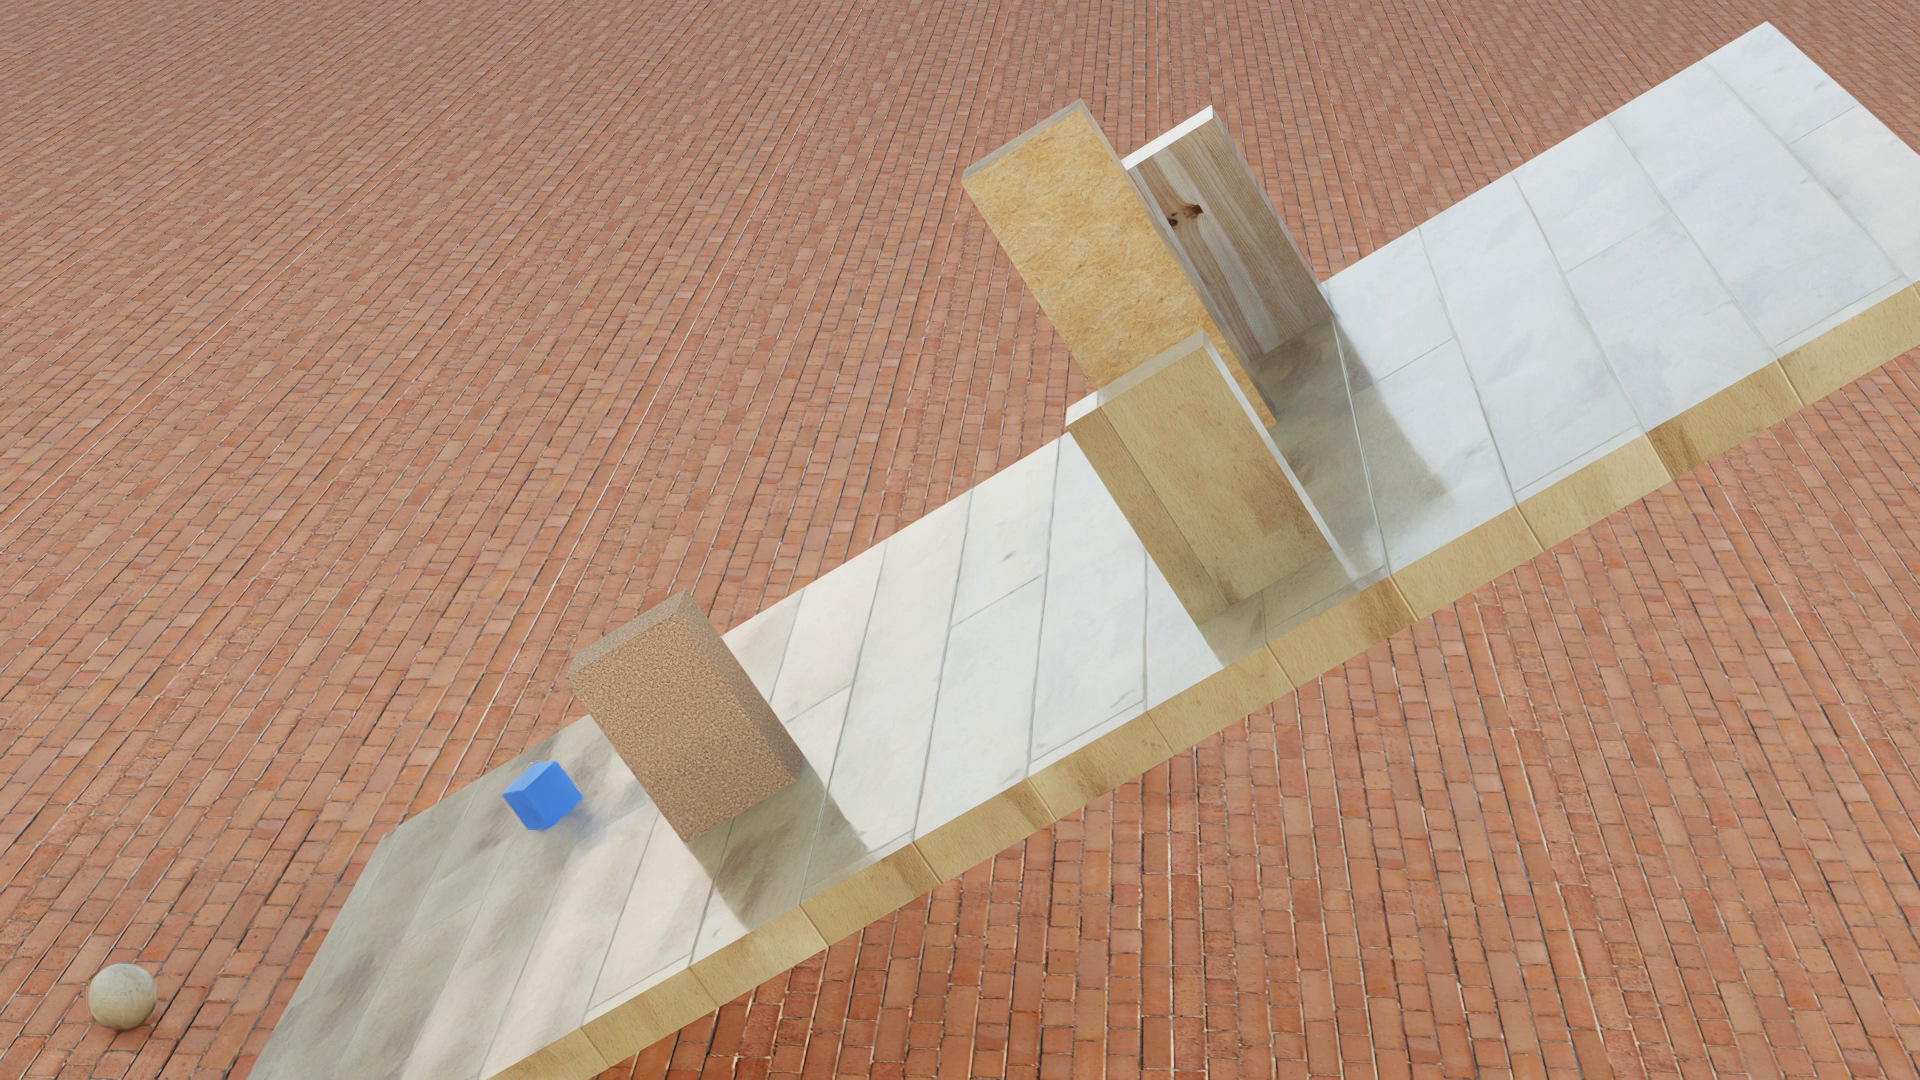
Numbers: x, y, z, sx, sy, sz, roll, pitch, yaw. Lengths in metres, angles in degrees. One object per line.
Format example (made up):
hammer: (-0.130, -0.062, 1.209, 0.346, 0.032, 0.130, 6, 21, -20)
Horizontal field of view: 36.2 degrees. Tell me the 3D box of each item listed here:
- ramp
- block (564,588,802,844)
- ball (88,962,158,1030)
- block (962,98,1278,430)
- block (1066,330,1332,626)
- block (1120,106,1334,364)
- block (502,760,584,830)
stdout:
ramp: (0.140, 0.170, 6.293, 4.000, 0.100, 2.000, -30, 15, 13)
block: (-0.571, 0.368, 6.119, 0.281, 0.439, 0.141, -30, 15, 13)
ball: (-1.959, 1.067, 6.880, 0.157, 0.157, 0.157, 0, 20, 0)
block: (0.343, -0.518, 6.266, 0.292, 0.799, 0.121, -30, 15, 13)
block: (0.443, -0.114, 5.453, 0.293, 0.460, 0.111, -30, 15, 13)
block: (0.563, -0.668, 6.785, 0.366, 0.536, 0.141, -30, 15, 13)
block: (-0.978, 0.599, 6.887, 0.112, 0.112, 0.112, -44, 18, -32)
